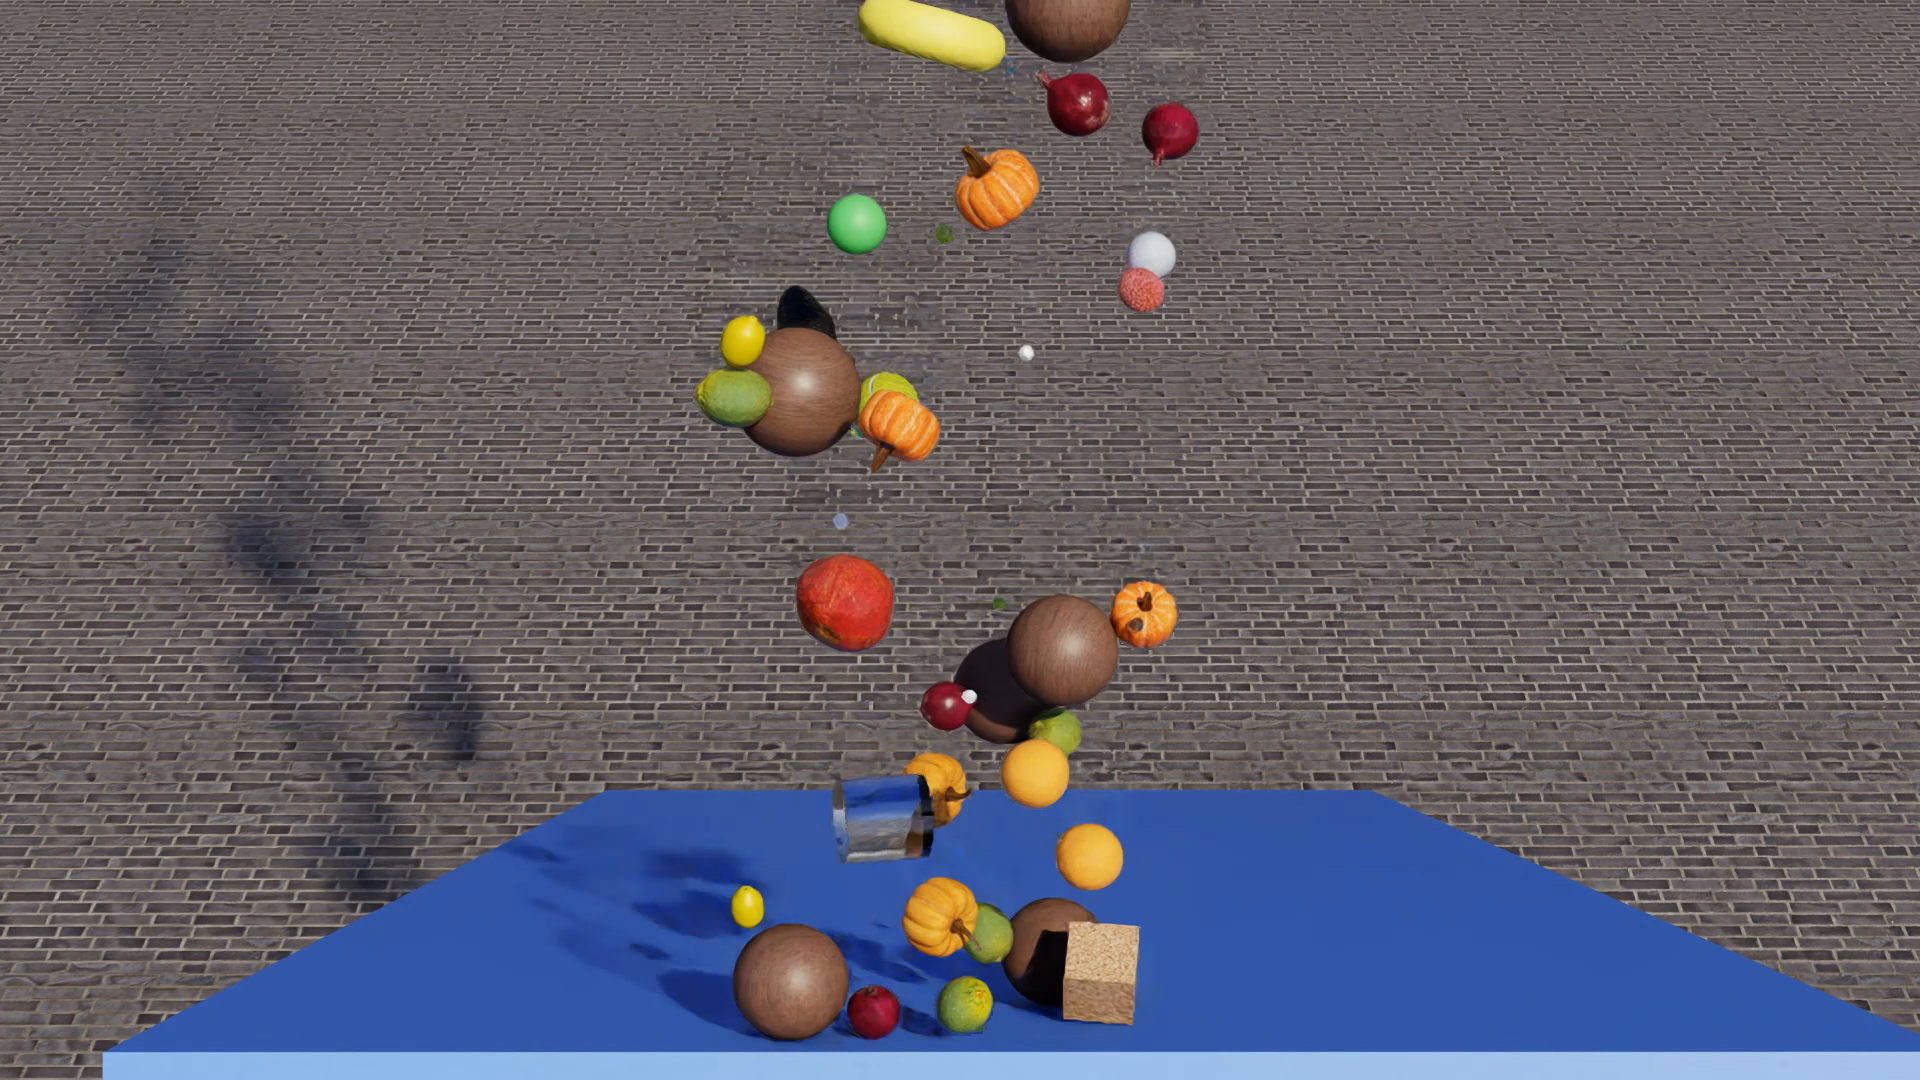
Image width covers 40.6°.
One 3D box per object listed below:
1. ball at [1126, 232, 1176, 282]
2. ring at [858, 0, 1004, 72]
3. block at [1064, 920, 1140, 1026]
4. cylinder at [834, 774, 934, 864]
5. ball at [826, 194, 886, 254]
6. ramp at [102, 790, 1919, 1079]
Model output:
[{"bbox_3d":[0.199,-0.295,2.699,0.052,0.052,0.052,0,34,0],"label":"ball"},{"bbox_3d":[-0.026,-0.457,2.346,0.137,0.046,0.137,14,10,-3],"label":"ring"},{"bbox_3d":[0.163,0.497,2.981,0.080,0.080,0.080,4,45,6],"label":"block"},{"bbox_3d":[-0.090,0.323,3.004,0.098,0.098,0.098,-3,34,-13],"label":"cylinder"},{"bbox_3d":[-0.101,-0.308,2.535,0.058,0.058,0.058,0,34,0],"label":"ball"},{"bbox_3d":[0.075,0.653,4.796,2.000,0.100,4.000,0,-1,0],"label":"ramp"}]
